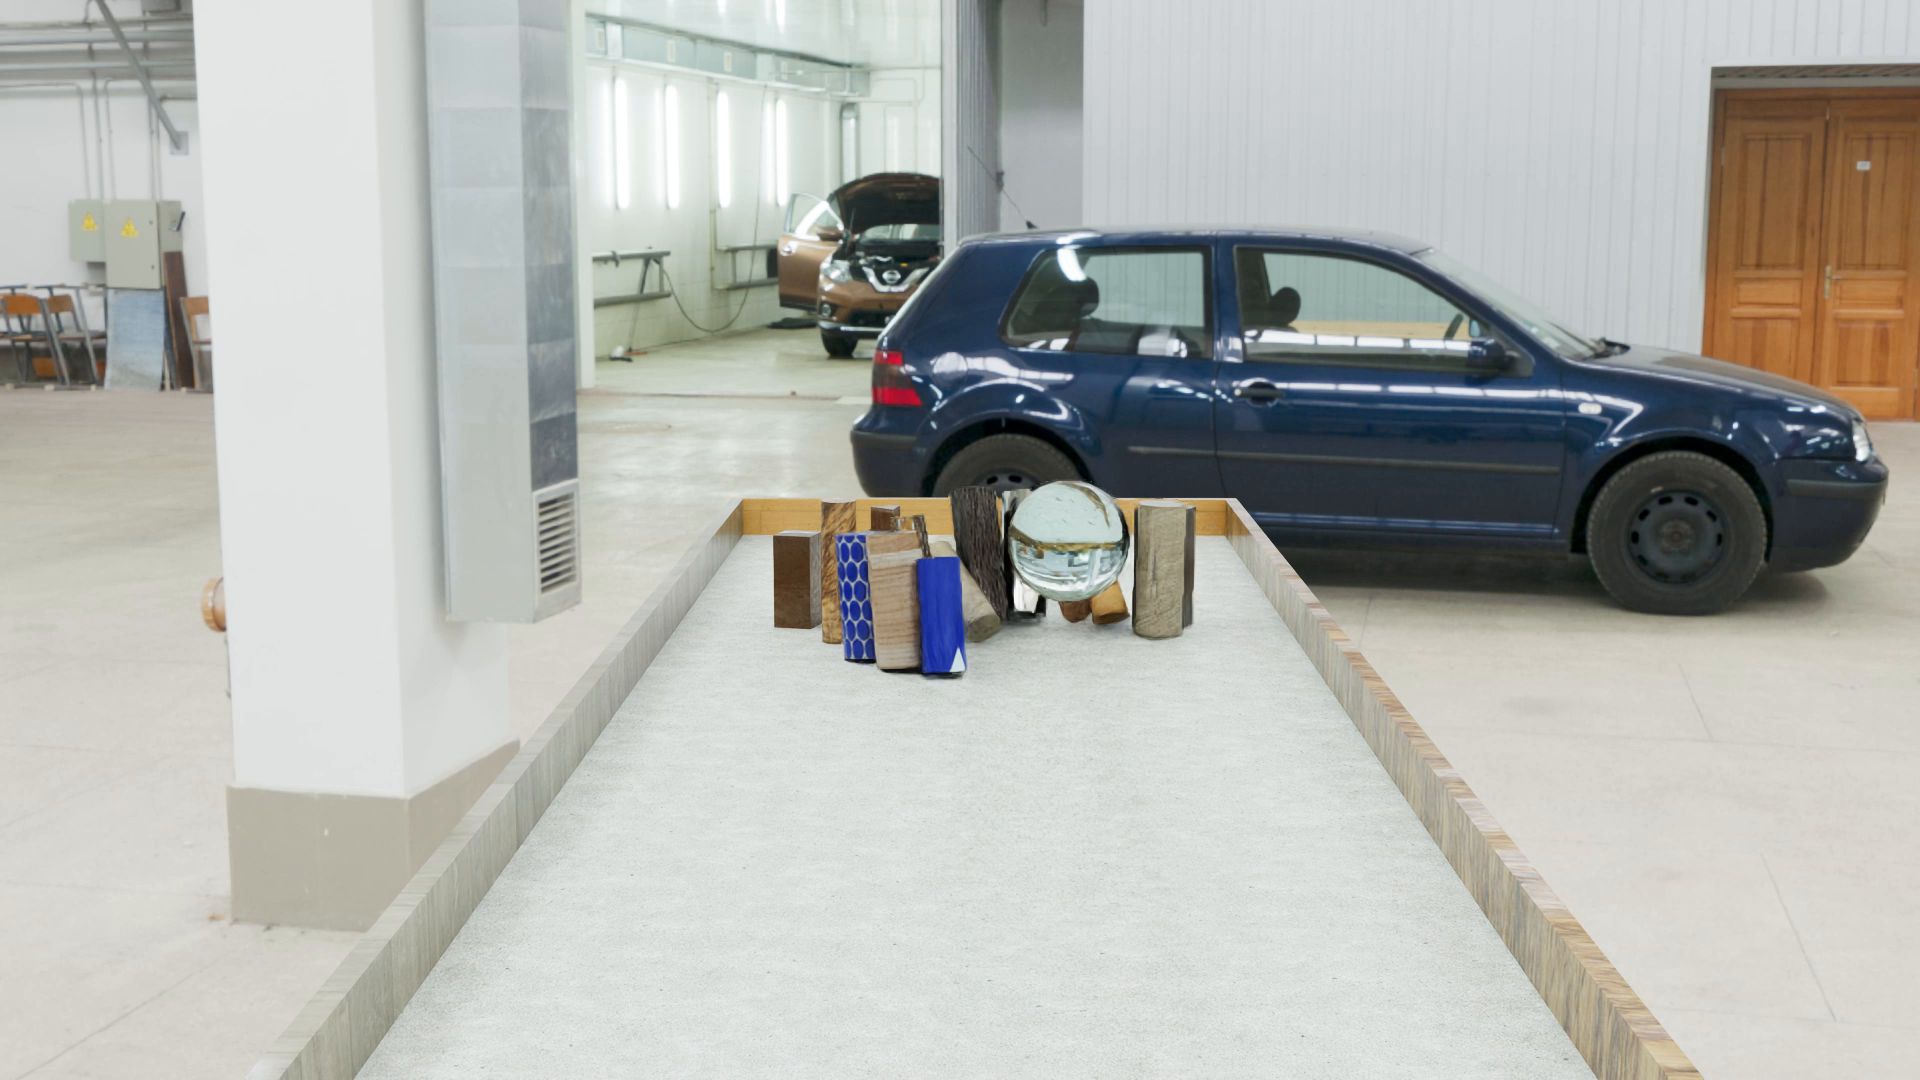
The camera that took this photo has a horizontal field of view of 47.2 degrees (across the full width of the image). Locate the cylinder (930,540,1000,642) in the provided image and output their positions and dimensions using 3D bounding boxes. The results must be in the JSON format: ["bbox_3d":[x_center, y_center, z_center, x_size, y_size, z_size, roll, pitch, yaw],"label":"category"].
[{"bbox_3d":[-0.002,0.163,7.043,0.118,0.118,0.357,-5,43,-31],"label":"cylinder"}]

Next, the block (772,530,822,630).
[{"bbox_3d":[-0.530,0.129,7.222,0.127,0.305,0.127,3,9,16],"label":"block"}]

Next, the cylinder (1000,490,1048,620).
[{"bbox_3d":[0.212,0.049,7.299,0.163,0.407,0.163,2,-11,0],"label":"cylinder"}]

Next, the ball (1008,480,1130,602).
[{"bbox_3d":[0.349,0.004,7.061,0.393,0.393,0.393,0,9,0],"label":"ball"}]

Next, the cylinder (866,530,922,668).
[{"bbox_3d":[-0.183,0.177,6.566,0.167,0.396,0.167,-5,3,0],"label":"cylinder"}]

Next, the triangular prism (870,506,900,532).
[{"bbox_3d":[-0.226,0.087,7.189,0.098,0.397,0.085,8,12,41],"label":"triangular prism"}]

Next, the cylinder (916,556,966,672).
[{"bbox_3d":[-0.055,0.221,6.486,0.127,0.335,0.127,-3,-2,0],"label":"cylinder"}]

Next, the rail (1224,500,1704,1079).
[{"bbox_3d":[1.046,0.843,3.208,0.050,0.150,12.000,0,9,1],"label":"rail"}]

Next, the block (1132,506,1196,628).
[{"bbox_3d":[0.668,0.087,7.203,0.155,0.389,0.155,4,8,24],"label":"block"}]

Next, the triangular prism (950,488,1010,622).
[{"bbox_3d":[0.039,0.056,7.193,0.130,0.440,0.150,-10,-6,44],"label":"triangular prism"}]

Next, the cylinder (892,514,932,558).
[{"bbox_3d":[-0.132,0.121,6.948,0.103,0.393,0.103,-9,2,0],"label":"cylinder"}]

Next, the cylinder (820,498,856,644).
[{"bbox_3d":[-0.383,0.098,6.951,0.111,0.451,0.111,0,9,0],"label":"cylinder"}]

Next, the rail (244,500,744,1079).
[{"bbox_3d":[-1.004,0.839,3.234,0.050,0.150,12.000,0,9,1],"label":"rail"}]

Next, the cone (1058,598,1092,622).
[{"bbox_3d":[0.326,0.124,7.393,0.116,0.116,0.365,-4,35,-23],"label":"cone"}]

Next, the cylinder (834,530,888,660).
[{"bbox_3d":[-0.283,0.167,6.704,0.167,0.375,0.167,-4,4,0],"label":"cylinder"}]

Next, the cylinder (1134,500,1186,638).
[{"bbox_3d":[0.642,0.094,7.044,0.151,0.424,0.151,1,8,0],"label":"cylinder"}]

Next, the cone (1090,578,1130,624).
[{"bbox_3d":[0.459,0.053,7.260,0.128,0.436,0.128,-9,-19,-3],"label":"cone"}]

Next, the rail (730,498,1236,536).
[{"bbox_3d":[0.099,-0.098,9.147,2.100,0.150,0.050,0,9,1],"label":"rail"}]
